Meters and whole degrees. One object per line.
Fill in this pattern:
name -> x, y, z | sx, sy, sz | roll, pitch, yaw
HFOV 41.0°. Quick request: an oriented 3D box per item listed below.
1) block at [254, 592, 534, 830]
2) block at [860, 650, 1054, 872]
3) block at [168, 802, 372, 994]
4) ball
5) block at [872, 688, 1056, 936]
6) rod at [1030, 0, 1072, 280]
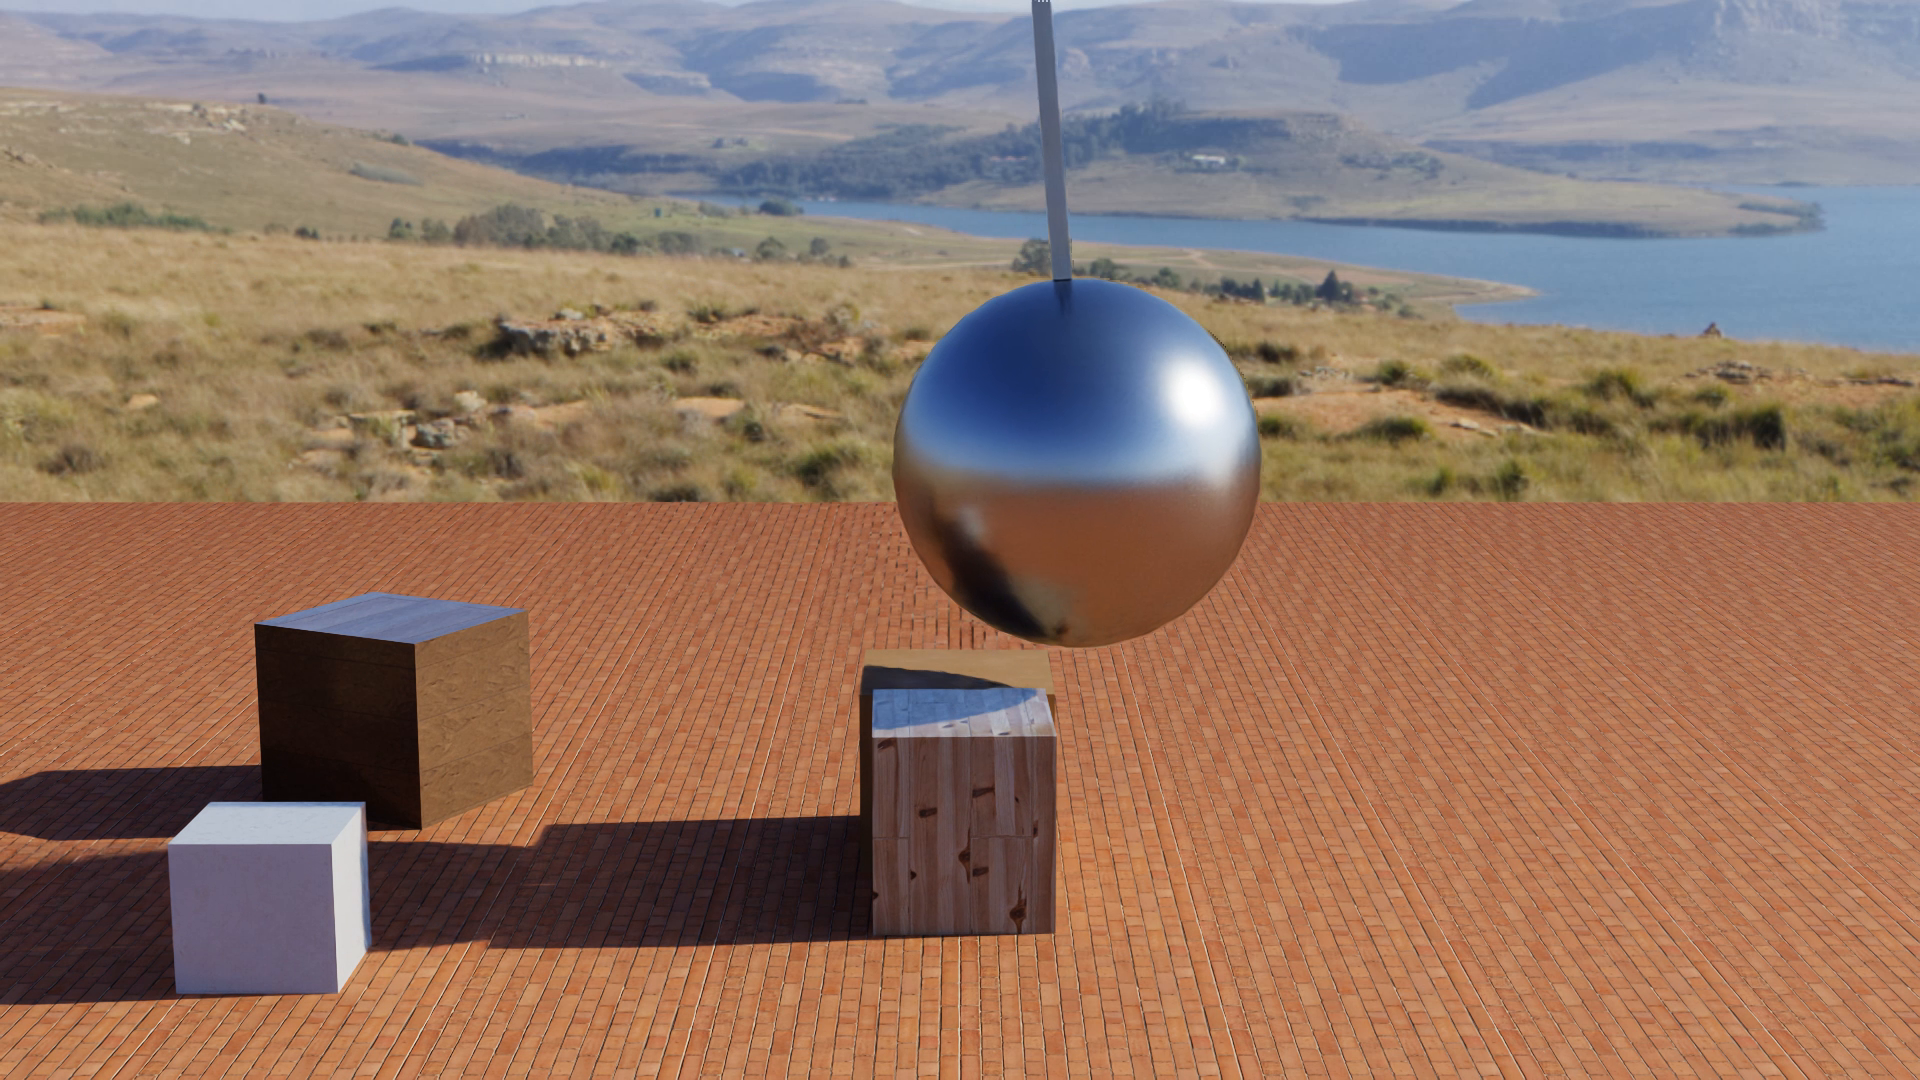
block -> -2.765, 0.814, 12.589 | 0.977, 0.895, 0.869 | 5, 12, 27
block -> -0.015, 0.999, 11.796 | 0.861, 0.814, 0.902 | 0, 10, 0
block -> -2.718, 1.407, 10.149 | 0.627, 0.601, 0.576 | 0, 10, 0
ball -> 0.504, -0.333, 11.120 | 1.600, 1.600, 1.600 | 0, 10, 0
block -> 0.007, 1.142, 10.933 | 0.754, 0.842, 0.826 | 0, 10, -2
rod -> 0.218, -3.667, 10.514 | 0.080, 5.200, 0.080 | -5, 10, 1
